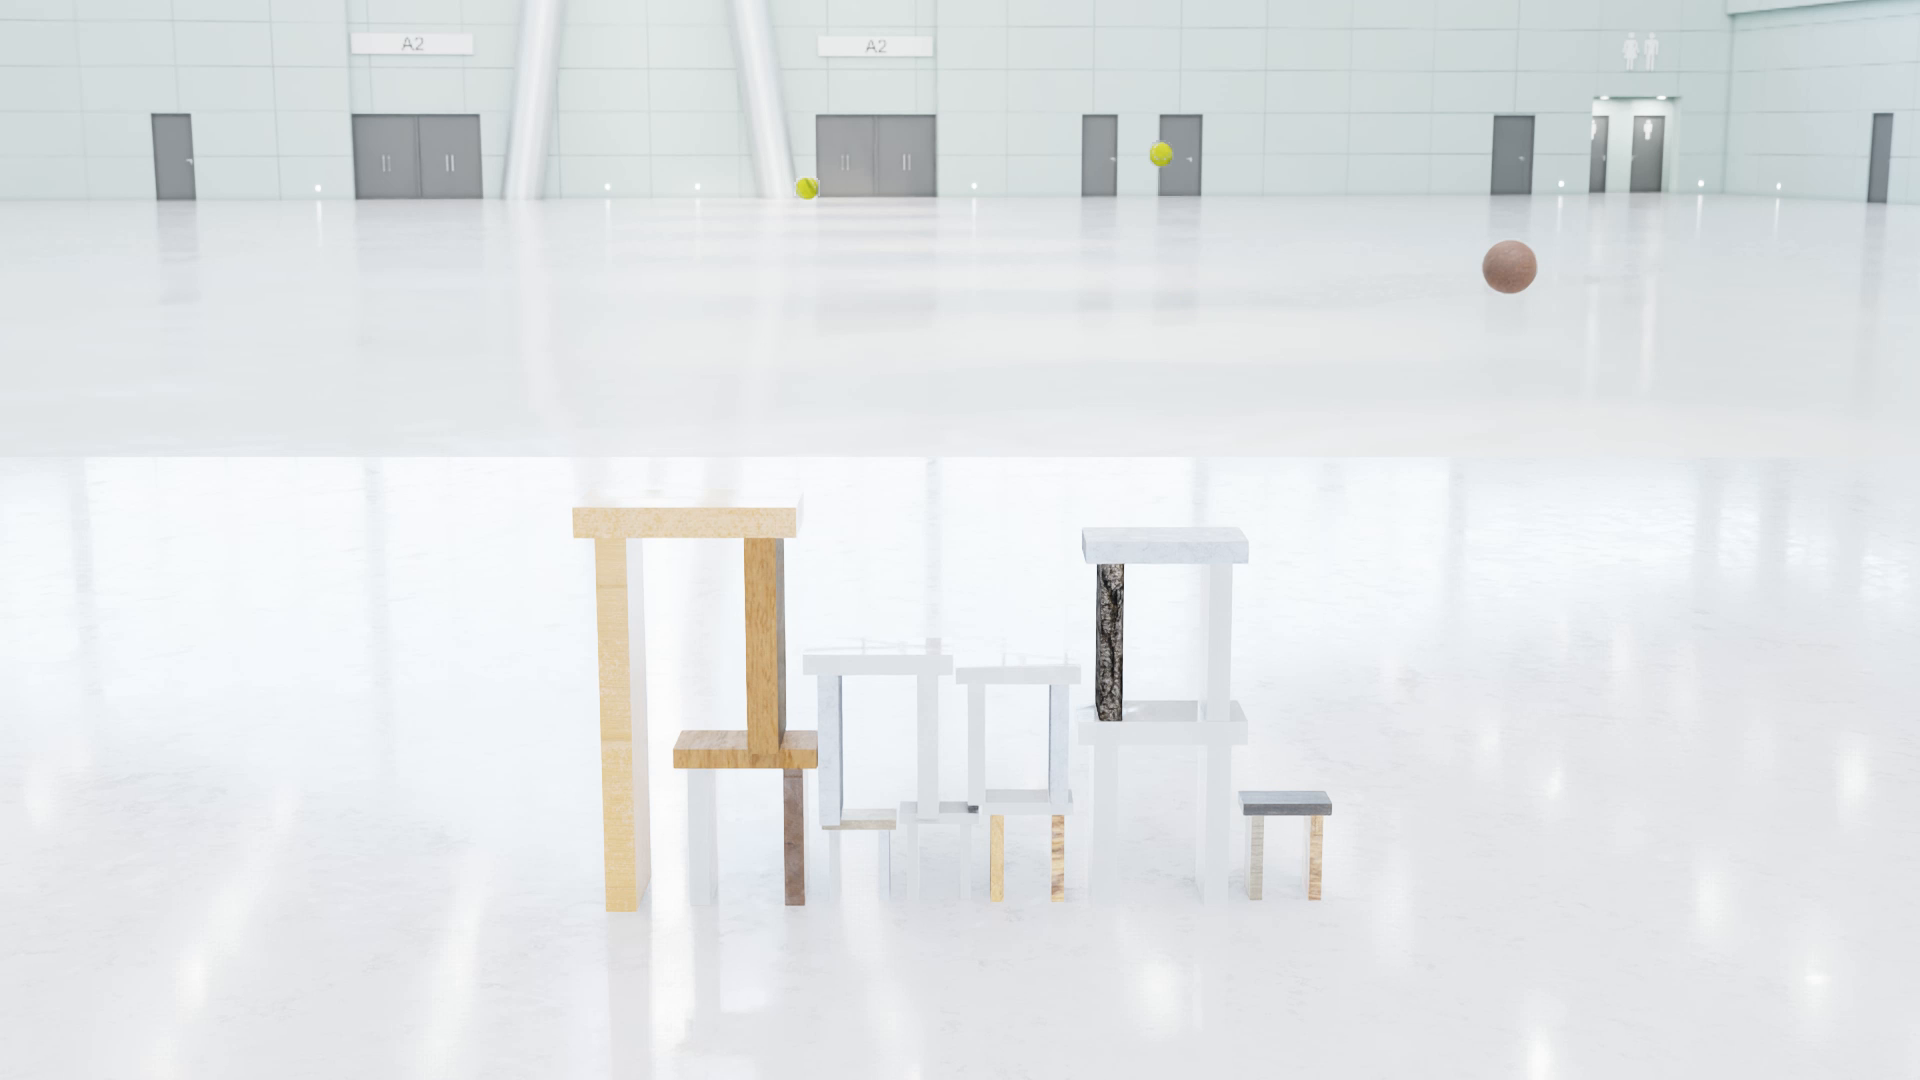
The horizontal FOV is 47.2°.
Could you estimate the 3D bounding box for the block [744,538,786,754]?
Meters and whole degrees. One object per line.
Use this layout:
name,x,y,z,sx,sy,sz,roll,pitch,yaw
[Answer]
block,-0.317,0.155,3.589,0.050,0.353,0.176,0,11,0

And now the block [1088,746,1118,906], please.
block,0.237,0.454,3.649,0.039,0.275,0.137,0,11,0

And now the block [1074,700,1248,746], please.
block,0.328,0.300,3.620,0.275,0.039,0.137,0,11,0

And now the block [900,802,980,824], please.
block,-0.034,0.452,3.644,0.131,0.019,0.066,0,11,0

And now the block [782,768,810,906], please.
block,-0.271,0.476,3.647,0.033,0.233,0.117,0,11,0

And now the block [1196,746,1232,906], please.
block,0.420,0.454,3.649,0.039,0.274,0.137,0,11,0

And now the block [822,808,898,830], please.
block,-0.166,0.462,3.640,0.122,0.017,0.061,0,11,0

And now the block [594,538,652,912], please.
block,-0.552,0.286,3.613,0.050,0.619,0.176,0,11,0

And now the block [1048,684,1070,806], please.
block,0.162,0.323,3.616,0.029,0.203,0.101,0,11,0

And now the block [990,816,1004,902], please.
block,0.061,0.517,3.652,0.021,0.149,0.075,0,11,0

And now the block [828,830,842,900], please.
block,-0.207,0.531,3.654,0.017,0.122,0.061,0,11,0

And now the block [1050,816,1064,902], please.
block,0.161,0.517,3.653,0.021,0.149,0.075,0,11,0

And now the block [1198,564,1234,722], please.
block,0.417,0.154,3.591,0.037,0.259,0.130,0,11,0

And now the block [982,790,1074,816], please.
block,0.111,0.433,3.637,0.149,0.021,0.075,0,11,0

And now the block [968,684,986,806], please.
block,0.027,0.323,3.616,0.029,0.203,0.101,0,11,0

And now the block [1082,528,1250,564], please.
block,0.330,0.008,3.564,0.259,0.037,0.130,0,11,0

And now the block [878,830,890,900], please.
block,-0.125,0.531,3.653,0.017,0.122,0.061,0,11,0

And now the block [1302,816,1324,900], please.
block,0.586,0.518,3.659,0.021,0.146,0.073,0,11,0

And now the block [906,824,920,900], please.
block,-0.078,0.525,3.658,0.019,0.131,0.066,0,11,0

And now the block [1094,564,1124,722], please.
block,0.244,0.154,3.591,0.037,0.259,0.130,0,11,0

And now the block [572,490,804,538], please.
block,-0.434,-0.043,3.552,0.353,0.050,0.176,0,11,0

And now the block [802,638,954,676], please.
block,-0.132,0.189,3.590,0.241,0.034,0.121,0,11,0

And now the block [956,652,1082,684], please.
block,0.094,0.210,3.595,0.203,0.029,0.101,0,11,0

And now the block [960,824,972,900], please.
block,0.010,0.525,3.658,0.019,0.131,0.066,0,11,0

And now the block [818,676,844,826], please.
block,-0.213,0.330,3.615,0.034,0.251,0.121,0,11,0

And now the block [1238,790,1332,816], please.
block,0.538,0.436,3.644,0.146,0.021,0.073,0,11,0

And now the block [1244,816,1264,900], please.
block,0.489,0.518,3.659,0.021,0.146,0.073,0,11,0

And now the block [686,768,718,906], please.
block,-0.427,0.476,3.647,0.033,0.233,0.117,0,11,0

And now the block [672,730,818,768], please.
block,-0.349,0.345,3.623,0.233,0.033,0.117,0,11,0

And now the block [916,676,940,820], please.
block,-0.052,0.325,3.615,0.034,0.241,0.121,0,11,0
